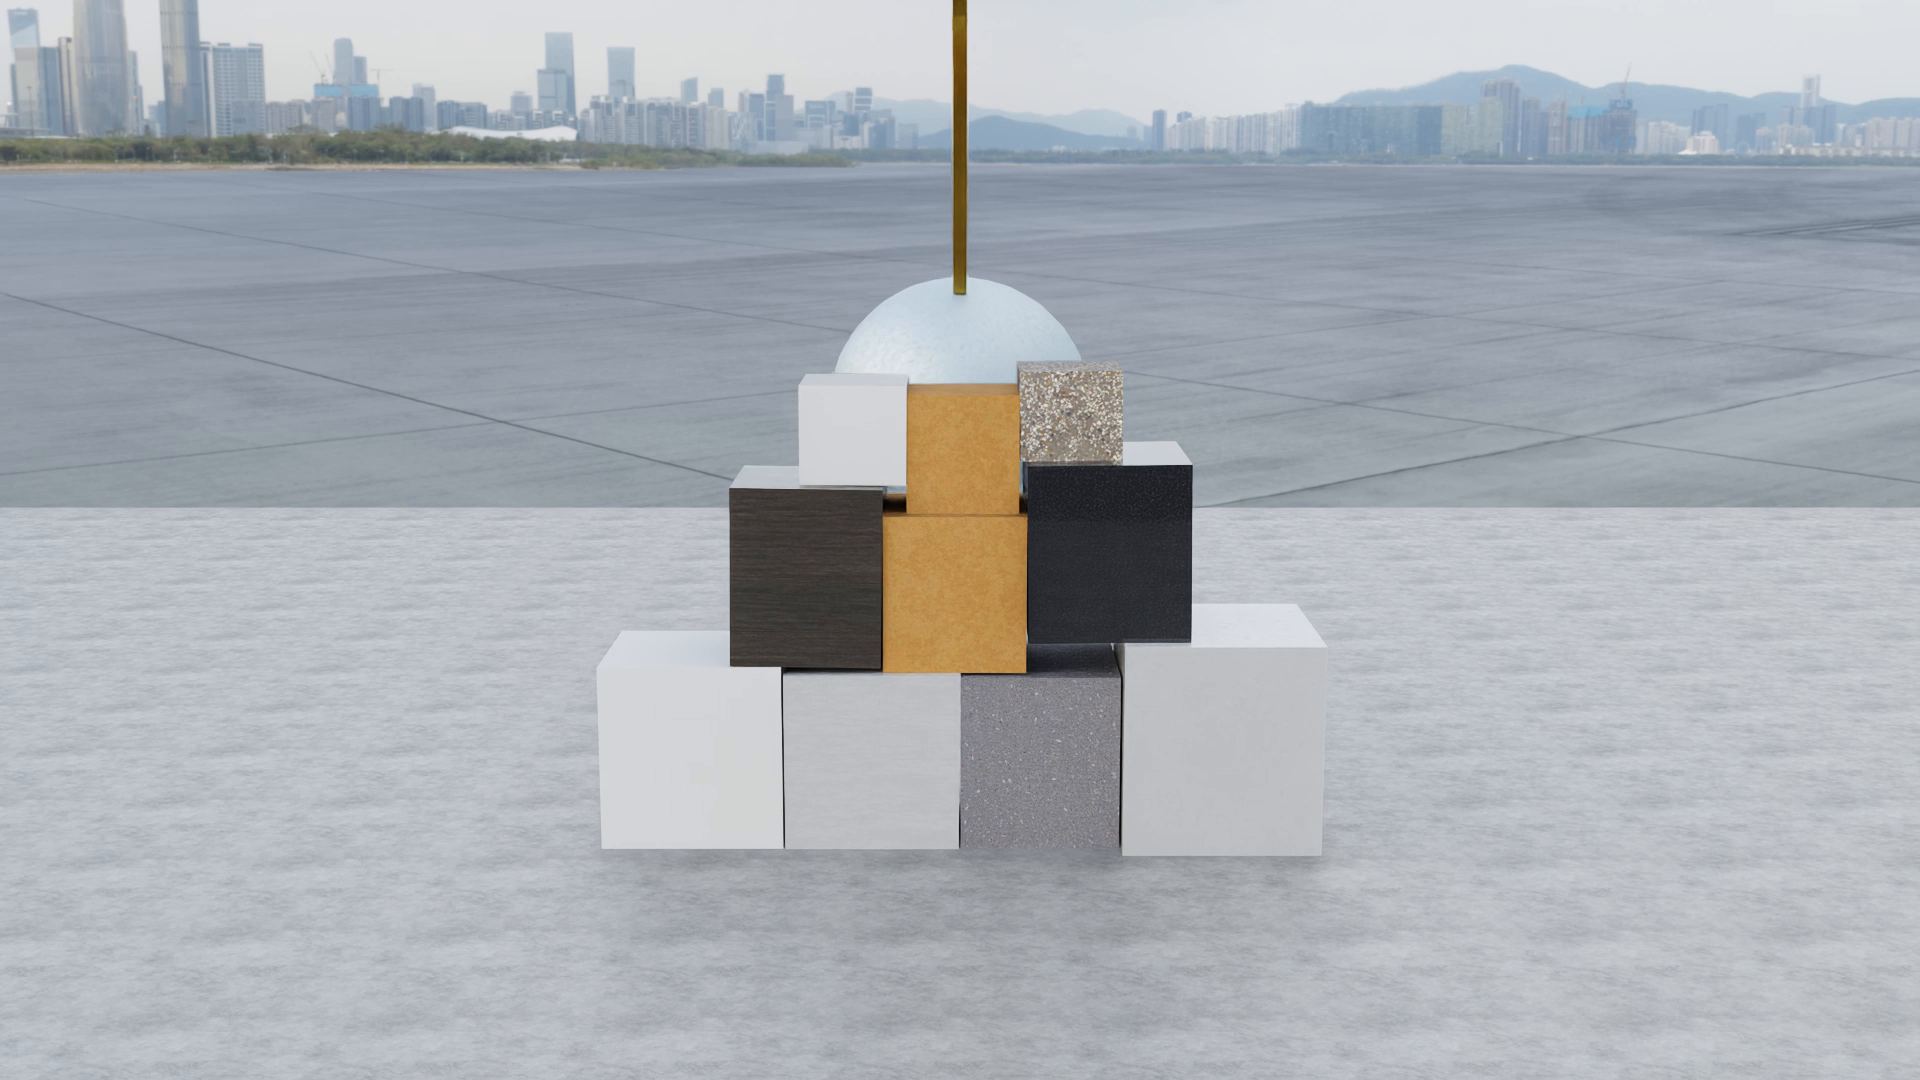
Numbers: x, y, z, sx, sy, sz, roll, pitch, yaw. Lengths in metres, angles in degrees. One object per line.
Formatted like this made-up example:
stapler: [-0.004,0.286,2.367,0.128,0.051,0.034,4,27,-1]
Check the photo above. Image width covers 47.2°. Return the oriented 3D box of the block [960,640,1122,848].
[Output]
block: [0.401,1.041,11.380,0.794,0.880,0.836,0,10,0]

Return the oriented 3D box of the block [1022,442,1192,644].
block: [0.734,-0.002,11.171,0.803,0.884,0.842,-1,10,0]

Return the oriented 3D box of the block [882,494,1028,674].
block: [-0.026,0.209,11.224,0.711,0.785,0.734,0,10,0]

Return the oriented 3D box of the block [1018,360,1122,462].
block: [0.548,-0.654,11.065,0.506,0.441,0.507,-1,10,0]

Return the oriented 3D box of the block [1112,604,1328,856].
block: [1.303,0.955,11.342,0.990,1.063,1.026,0,10,0]

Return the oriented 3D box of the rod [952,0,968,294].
rod: [0.000,-3.651,11.527,0.080,5.200,0.080,0,33,0]

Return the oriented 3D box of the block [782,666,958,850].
block: [-0.441,1.037,11.364,0.870,0.894,0.832,0,10,0]

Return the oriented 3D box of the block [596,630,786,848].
block: [-1.342,1.017,11.369,0.911,0.932,0.840,0,10,0]

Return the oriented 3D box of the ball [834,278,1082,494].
ball: [0.000,-0.793,13.369,1.600,1.600,1.600,0,10,0]

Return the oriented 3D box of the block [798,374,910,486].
block: [-0.528,-0.562,11.087,0.529,0.493,0.554,0,10,0]

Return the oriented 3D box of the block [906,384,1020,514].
block: [0.015,-0.466,11.093,0.557,0.590,0.505,0,10,0]

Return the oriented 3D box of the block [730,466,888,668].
block: [-0.760,0.123,11.189,0.748,0.894,0.755,1,10,0]
